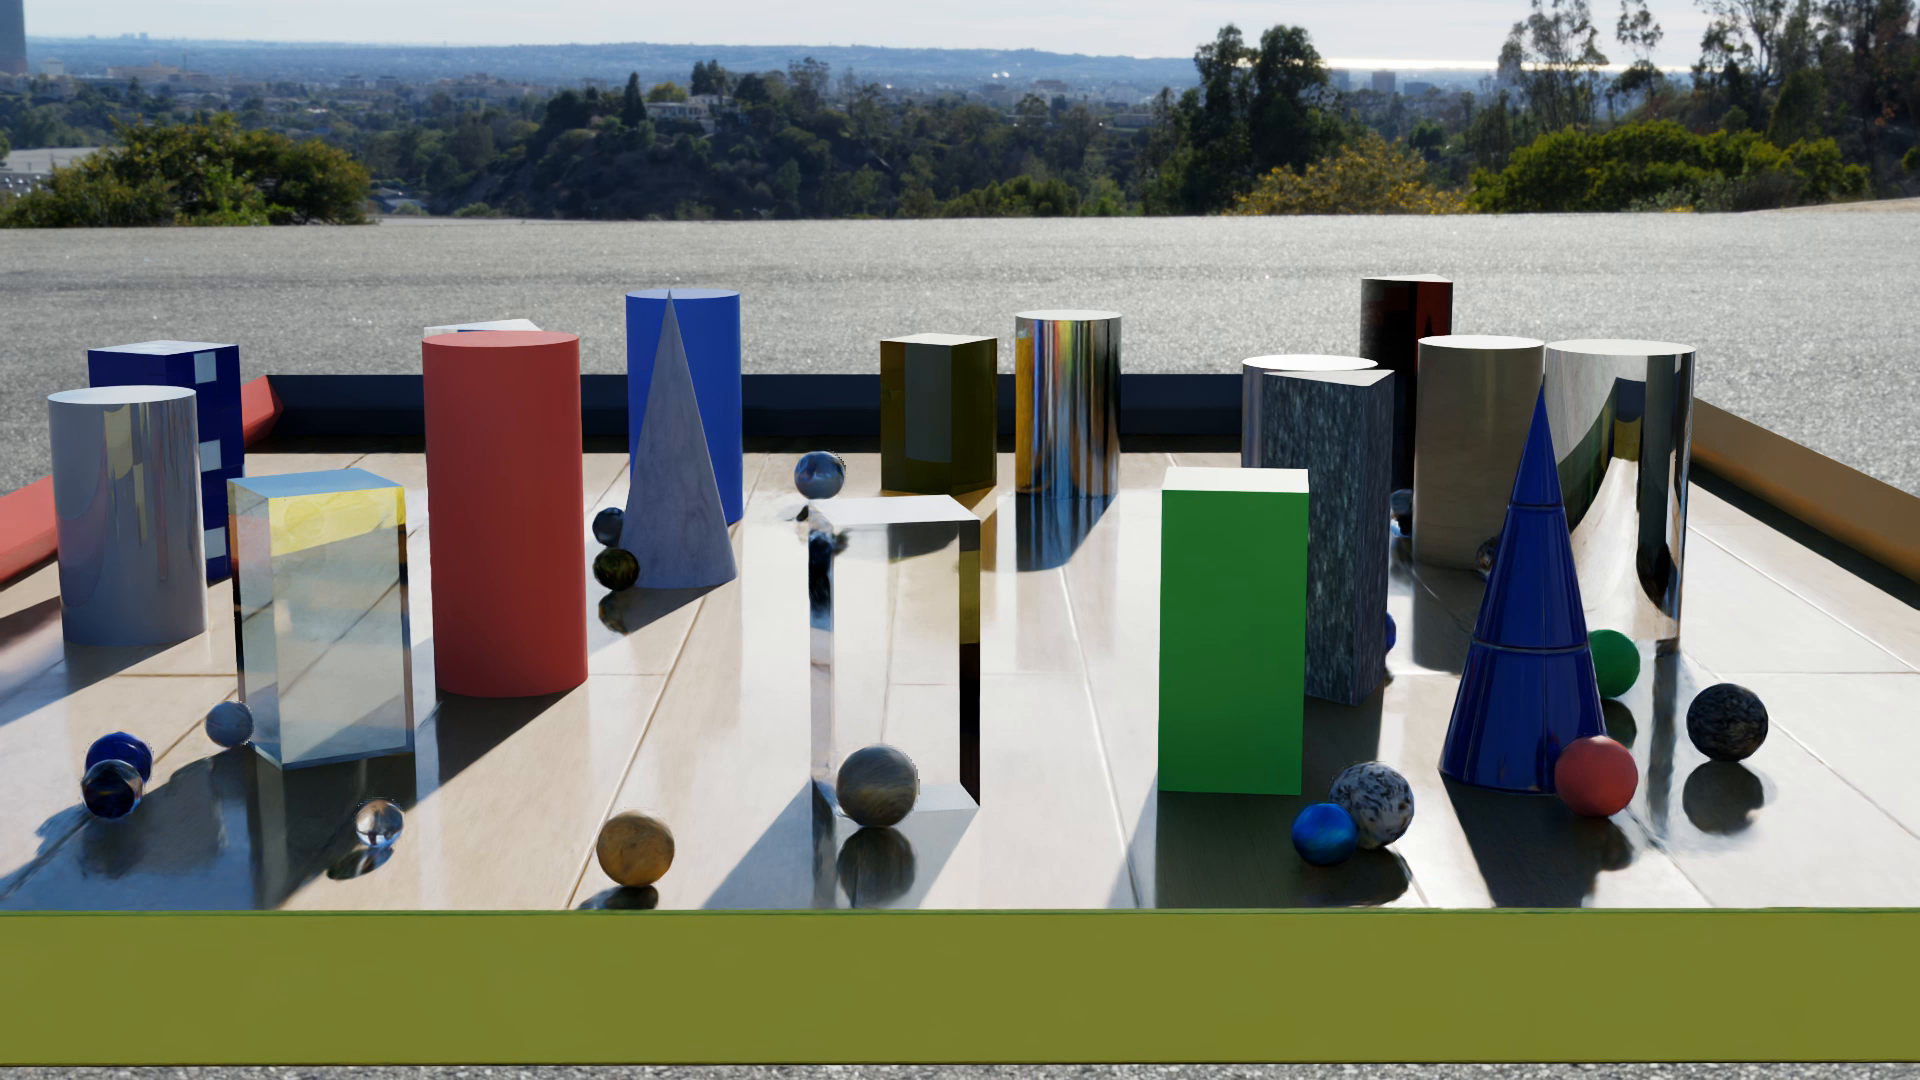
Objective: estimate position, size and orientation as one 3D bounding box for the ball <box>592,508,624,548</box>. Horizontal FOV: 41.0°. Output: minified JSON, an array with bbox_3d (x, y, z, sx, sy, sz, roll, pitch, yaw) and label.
[{"bbox_3d":[-0.524,-0.019,3.868,0.061,0.061,0.061,0,11,0],"label":"ball"}]

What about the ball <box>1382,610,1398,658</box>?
[{"bbox_3d":[0.498,0.113,3.134,0.072,0.072,0.072,0,11,0],"label":"ball"}]

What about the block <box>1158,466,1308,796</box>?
[{"bbox_3d":[0.279,0.090,2.620,0.144,0.308,0.144,1,11,7],"label":"block"}]

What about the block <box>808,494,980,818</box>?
[{"bbox_3d":[-0.066,0.112,2.554,0.144,0.289,0.144,-2,11,-13],"label":"block"}]

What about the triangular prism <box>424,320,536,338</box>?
[{"bbox_3d":[-0.581,-0.081,3.297,0.156,0.394,0.135,3,11,13],"label":"triangular prism"}]

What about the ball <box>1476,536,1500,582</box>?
[{"bbox_3d":[0.754,0.031,3.568,0.074,0.074,0.074,0,11,0],"label":"ball"}]

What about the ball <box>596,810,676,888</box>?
[{"bbox_3d":[-0.288,0.274,2.282,0.069,0.069,0.069,0,11,0],"label":"ball"}]

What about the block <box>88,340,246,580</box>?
[{"bbox_3d":[-1.121,-0.111,3.641,0.144,0.326,0.144,5,12,27],"label":"block"}]

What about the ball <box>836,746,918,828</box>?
[{"bbox_3d":[-0.080,0.236,2.458,0.079,0.079,0.079,0,11,0],"label":"ball"}]

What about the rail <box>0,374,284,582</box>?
[{"bbox_3d":[-1.326,0.031,3.442,0.045,0.117,3.214,0,11,0],"label":"rail"}]

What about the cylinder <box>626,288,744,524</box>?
[{"bbox_3d":[-0.439,-0.213,4.094,0.180,0.360,0.180,0,11,0],"label":"cylinder"}]

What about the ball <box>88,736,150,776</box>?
[{"bbox_3d":[-0.839,0.224,2.560,0.059,0.059,0.059,0,11,0],"label":"ball"}]

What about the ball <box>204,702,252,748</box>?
[{"bbox_3d":[-0.776,0.196,2.722,0.049,0.049,0.049,0,11,0],"label":"ball"}]

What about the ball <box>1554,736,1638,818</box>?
[{"bbox_3d":[0.617,0.230,2.491,0.080,0.080,0.080,0,11,0],"label":"ball"}]

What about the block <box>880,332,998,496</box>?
[{"bbox_3d":[-0.036,-0.216,4.391,0.144,0.256,0.144,7,13,32],"label":"block"}]

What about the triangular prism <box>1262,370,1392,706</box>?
[{"bbox_3d":[0.453,-0.010,2.992,0.135,0.367,0.156,-9,14,-39],"label":"triangular prism"}]

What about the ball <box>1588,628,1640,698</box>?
[{"bbox_3d":[0.742,0.143,2.954,0.081,0.081,0.081,0,11,0],"label":"ball"}]

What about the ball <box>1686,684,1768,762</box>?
[{"bbox_3d":[0.804,0.191,2.688,0.083,0.083,0.083,0,11,0],"label":"ball"}]

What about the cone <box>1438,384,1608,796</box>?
[{"bbox_3d":[0.585,0.041,2.619,0.180,0.404,0.180,0,11,0],"label":"cone"}]

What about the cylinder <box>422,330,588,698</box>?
[{"bbox_3d":[-0.533,-0.034,3.014,0.180,0.406,0.180,0,11,0],"label":"cylinder"}]

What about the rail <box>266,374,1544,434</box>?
[{"bbox_3d":[-0.009,-0.262,5.006,2.698,0.117,0.045,0,11,0],"label":"rail"}]

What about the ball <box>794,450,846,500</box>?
[{"bbox_3d":[-0.234,-0.106,4.262,0.086,0.086,0.086,0,11,0],"label":"ball"}]

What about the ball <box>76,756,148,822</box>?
[{"bbox_3d":[-0.822,0.242,2.486,0.065,0.065,0.065,0,11,0],"label":"ball"}]

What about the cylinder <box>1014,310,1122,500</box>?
[{"bbox_3d":[0.183,-0.233,4.357,0.180,0.300,0.180,0,11,0],"label":"cylinder"}]

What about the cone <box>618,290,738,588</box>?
[{"bbox_3d":[-0.406,-0.151,3.622,0.180,0.411,0.180,0,11,0],"label":"cone"}]

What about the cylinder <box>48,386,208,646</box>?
[{"bbox_3d":[-1.062,-0.034,3.280,0.180,0.307,0.180,0,11,0],"label":"cylinder"}]

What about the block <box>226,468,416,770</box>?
[{"bbox_3d":[-0.680,0.080,2.729,0.144,0.286,0.144,-7,13,-32],"label":"block"}]

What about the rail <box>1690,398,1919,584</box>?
[{"bbox_3d":[1.326,0.029,3.457,0.045,0.117,3.214,0,11,0],"label":"rail"}]

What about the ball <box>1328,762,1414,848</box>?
[{"bbox_3d":[0.384,0.248,2.395,0.080,0.080,0.080,0,11,0],"label":"ball"}]

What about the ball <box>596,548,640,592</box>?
[{"bbox_3d":[-0.473,0.041,3.552,0.059,0.059,0.059,0,11,0],"label":"ball"}]

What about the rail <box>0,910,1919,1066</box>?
[{"bbox_3d":[0.009,0.322,1.894,2.698,0.117,0.045,0,11,0],"label":"rail"}]

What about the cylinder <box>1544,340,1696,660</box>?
[{"bbox_3d":[0.815,-0.054,3.202,0.180,0.375,0.180,0,11,0],"label":"cylinder"}]

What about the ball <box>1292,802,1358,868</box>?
[{"bbox_3d":[0.333,0.269,2.339,0.059,0.059,0.059,0,11,0],"label":"ball"}]

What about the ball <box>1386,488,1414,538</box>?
[{"bbox_3d":[0.688,-0.042,3.948,0.076,0.076,0.076,0,11,0],"label":"ball"}]

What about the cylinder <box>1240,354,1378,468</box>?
[{"bbox_3d":[0.472,-0.081,3.488,0.180,0.323,0.180,0,11,0],"label":"cylinder"}]

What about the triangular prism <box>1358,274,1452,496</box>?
[{"bbox_3d":[0.765,-0.257,4.303,0.156,0.368,0.135,6,12,29],"label":"triangular prism"}]

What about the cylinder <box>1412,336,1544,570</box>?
[{"bbox_3d":[0.759,-0.131,3.765,0.180,0.320,0.180,0,11,0],"label":"cylinder"}]

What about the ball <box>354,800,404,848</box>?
[{"bbox_3d":[-0.542,0.265,2.395,0.046,0.046,0.046,0,11,0],"label":"ball"}]
